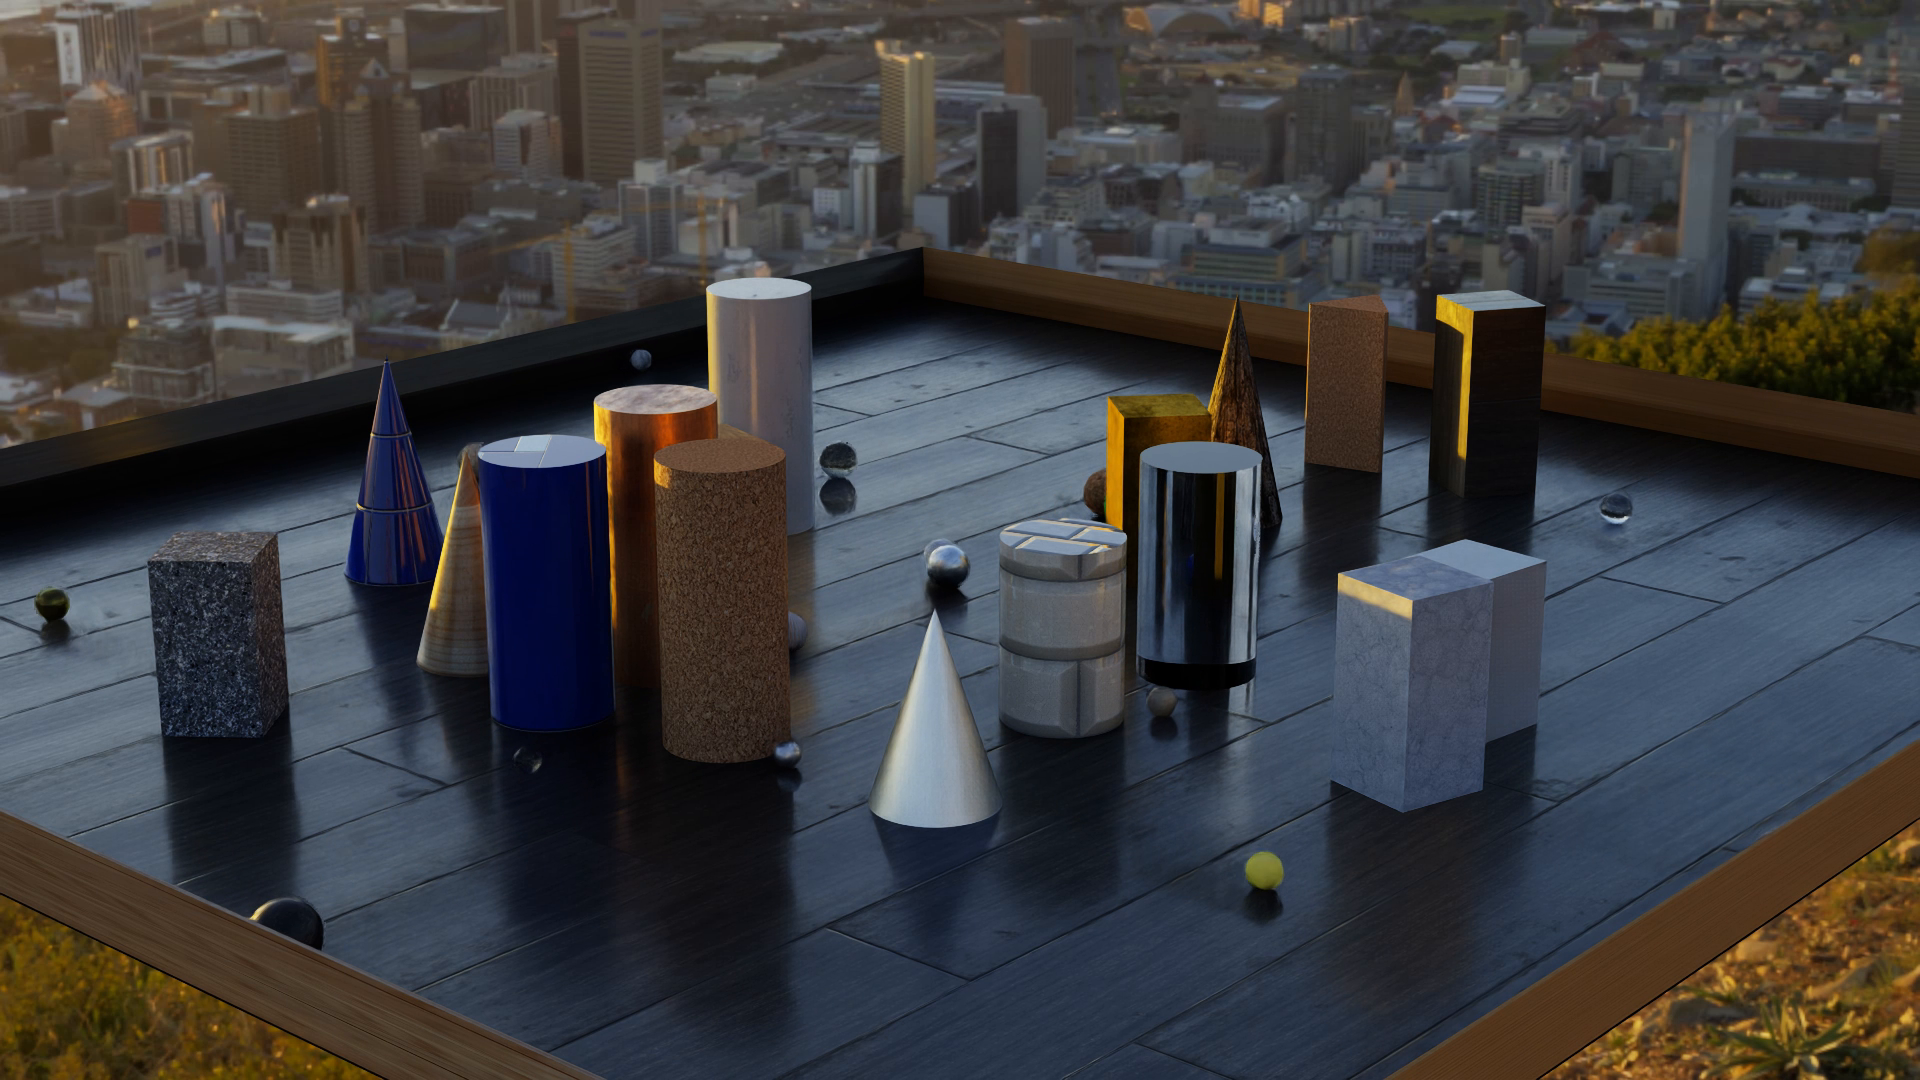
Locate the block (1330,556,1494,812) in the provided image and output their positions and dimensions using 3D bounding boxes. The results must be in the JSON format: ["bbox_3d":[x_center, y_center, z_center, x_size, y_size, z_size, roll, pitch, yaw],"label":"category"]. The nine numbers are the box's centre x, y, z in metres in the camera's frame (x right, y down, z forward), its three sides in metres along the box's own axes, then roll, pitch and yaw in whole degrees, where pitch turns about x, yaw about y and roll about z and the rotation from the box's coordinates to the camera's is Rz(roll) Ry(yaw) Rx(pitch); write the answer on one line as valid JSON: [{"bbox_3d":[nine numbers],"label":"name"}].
[{"bbox_3d":[0.649,0.205,4.221,0.155,0.316,0.155,-11,20,-33],"label":"block"}]

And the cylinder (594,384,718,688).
[{"bbox_3d":[-0.480,-0.008,4.694,0.194,0.449,0.194,0,17,0],"label":"cylinder"}]

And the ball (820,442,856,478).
[{"bbox_3d":[-0.243,-0.158,5.847,0.072,0.072,0.072,0,17,0],"label":"ball"}]

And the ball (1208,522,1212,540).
[{"bbox_3d":[0.433,-0.020,5.400,0.066,0.066,0.066,0,17,0],"label":"ball"}]

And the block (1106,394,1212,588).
[{"bbox_3d":[0.350,-0.088,5.203,0.155,0.310,0.155,-2,17,-7],"label":"block"}]

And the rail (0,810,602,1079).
[{"bbox_3d":[-1.178,0.423,3.821,3.414,0.126,0.045,14,22,39],"label":"rail"}]

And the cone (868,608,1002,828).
[{"bbox_3d":[-0.035,0.235,4.161,0.194,0.293,0.194,0,17,0],"label":"cone"}]

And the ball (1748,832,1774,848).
[{"bbox_3d":[1.089,0.423,3.933,0.064,0.064,0.064,0,17,0],"label":"ball"}]

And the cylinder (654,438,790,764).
[{"bbox_3d":[-0.353,0.089,4.378,0.194,0.447,0.194,0,17,0],"label":"cylinder"}]

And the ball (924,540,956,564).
[{"bbox_3d":[-0.032,0.031,5.230,0.065,0.065,0.065,0,17,0],"label":"ball"}]

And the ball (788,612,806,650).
[{"bbox_3d":[-0.287,0.150,4.838,0.064,0.064,0.064,0,17,0],"label":"ball"}]

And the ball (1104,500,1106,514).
[{"bbox_3d":[0.318,-0.063,5.486,0.097,0.097,0.097,0,17,0],"label":"ball"}]

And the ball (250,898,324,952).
[{"bbox_3d":[-0.840,0.492,3.650,0.095,0.095,0.095,0,17,0],"label":"ball"}]

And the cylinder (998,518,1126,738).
[{"bbox_3d":[0.157,0.134,4.499,0.194,0.291,0.194,0,17,0],"label":"cylinder"}]

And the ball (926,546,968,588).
[{"bbox_3d":[-0.022,0.047,5.163,0.075,0.075,0.075,0,17,0],"label":"ball"}]

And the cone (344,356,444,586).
[{"bbox_3d":[-1.008,-0.136,5.210,0.194,0.397,0.194,0,17,0],"label":"cone"}]

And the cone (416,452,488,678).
[{"bbox_3d":[-0.793,0.023,4.755,0.194,0.355,0.194,0,17,0],"label":"cone"}]

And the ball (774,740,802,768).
[{"bbox_3d":[-0.254,0.316,4.330,0.040,0.040,0.040,0,17,0],"label":"ball"}]

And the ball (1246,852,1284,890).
[{"bbox_3d":[0.405,0.440,3.901,0.051,0.051,0.051,0,17,0],"label":"ball"}]

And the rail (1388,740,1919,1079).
[{"bbox_3d":[1.271,0.350,4.064,0.045,0.126,3.641,14,22,39],"label":"rail"}]

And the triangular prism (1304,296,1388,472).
[{"bbox_3d":[0.810,-0.323,5.948,0.168,0.328,0.145,10,19,29],"label":"triangular prism"}]

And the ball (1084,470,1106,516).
[{"bbox_3d":[0.279,-0.089,5.590,0.088,0.088,0.088,0,17,0],"label":"ball"}]

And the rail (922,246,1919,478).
[{"bbox_3d":[1.178,-0.360,6.419,3.414,0.126,0.045,14,22,39],"label":"rail"}]

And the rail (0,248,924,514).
[{"bbox_3d":[-1.271,-0.287,6.177,0.045,0.126,3.641,14,22,39],"label":"rail"}]

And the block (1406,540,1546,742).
[{"bbox_3d":[0.778,0.155,4.478,0.155,0.262,0.155,-15,22,-40],"label":"block"}]

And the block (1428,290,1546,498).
[{"bbox_3d":[1.033,-0.287,5.754,0.155,0.373,0.155,-5,18,-17],"label":"block"}]

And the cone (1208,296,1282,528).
[{"bbox_3d":[0.519,-0.253,5.534,0.194,0.434,0.194,0,17,0],"label":"cone"}]

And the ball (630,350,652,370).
[{"bbox_3d":[-0.731,-0.413,6.729,0.050,0.050,0.050,0,17,0],"label":"ball"}]

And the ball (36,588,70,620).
[{"bbox_3d":[-1.544,0.108,4.991,0.055,0.055,0.055,0,17,0],"label":"ball"}]

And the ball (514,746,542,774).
[{"bbox_3d":[-0.635,0.323,4.305,0.041,0.041,0.041,0,17,0],"label":"ball"}]

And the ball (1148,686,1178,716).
[{"bbox_3d":[0.313,0.250,4.538,0.047,0.047,0.047,0,17,0],"label":"ball"}]

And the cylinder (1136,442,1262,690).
[{"bbox_3d":[0.382,0.040,4.695,0.194,0.358,0.194,0,17,0],"label":"cylinder"}]

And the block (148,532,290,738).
[{"bbox_3d":[-1.133,0.143,4.489,0.155,0.279,0.155,1,17,2],"label":"block"}]

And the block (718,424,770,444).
[{"bbox_3d":[-0.422,-0.015,4.943,0.155,0.319,0.155,-11,20,-32],"label":"block"}]

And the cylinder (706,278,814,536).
[{"bbox_3d":[-0.372,-0.249,5.487,0.194,0.453,0.194,0,17,0],"label":"cylinder"}]

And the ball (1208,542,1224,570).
[{"bbox_3d":[0.450,0.030,5.263,0.049,0.049,0.049,0,17,0],"label":"ball"}]

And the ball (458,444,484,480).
[{"bbox_3d":[-0.965,-0.156,5.841,0.072,0.072,0.072,0,17,0],"label":"ball"}]

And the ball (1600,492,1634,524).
[{"bbox_3d":[1.241,-0.059,5.538,0.060,0.060,0.060,0,17,0],"label":"ball"}]

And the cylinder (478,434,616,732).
[{"bbox_3d":[-0.633,0.065,4.506,0.194,0.418,0.194,0,17,0],"label":"cylinder"}]
